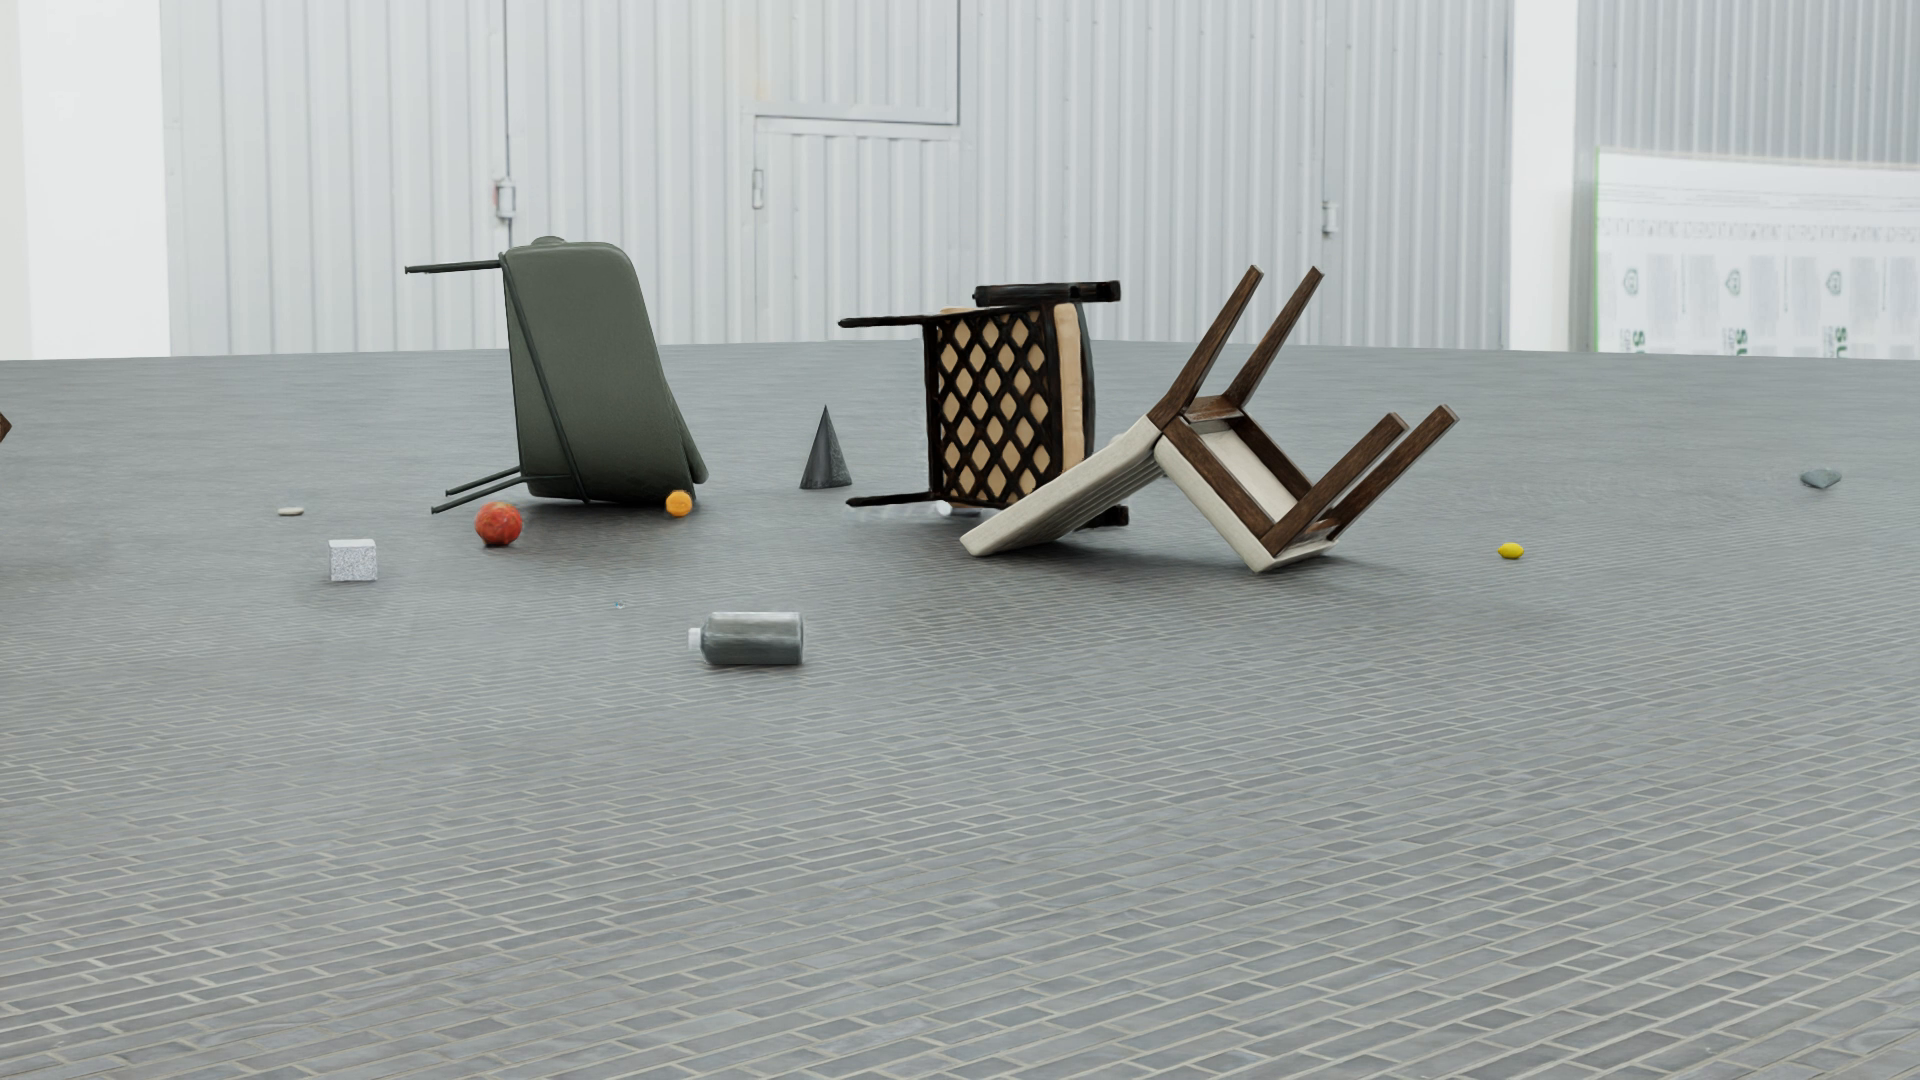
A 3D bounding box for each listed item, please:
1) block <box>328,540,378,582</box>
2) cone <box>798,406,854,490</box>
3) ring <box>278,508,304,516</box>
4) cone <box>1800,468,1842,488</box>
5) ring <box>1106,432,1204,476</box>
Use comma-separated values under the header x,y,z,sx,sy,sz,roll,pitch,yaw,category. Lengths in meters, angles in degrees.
x,y,z,sx,sy,sz,roll,pitch,yaw,category
-1.334,0.043,5.634,0.096,0.073,0.156,-2,6,-15,block
-0.421,-0.298,8.048,0.115,0.258,0.286,3,7,26,cone
-1.845,-0.077,7.077,0.076,0.018,0.057,-5,7,-44,ring
2.687,-0.178,8.002,0.127,0.070,0.052,0,40,13,cone
0.653,-0.289,8.584,0.330,0.133,0.262,0,7,13,ring
